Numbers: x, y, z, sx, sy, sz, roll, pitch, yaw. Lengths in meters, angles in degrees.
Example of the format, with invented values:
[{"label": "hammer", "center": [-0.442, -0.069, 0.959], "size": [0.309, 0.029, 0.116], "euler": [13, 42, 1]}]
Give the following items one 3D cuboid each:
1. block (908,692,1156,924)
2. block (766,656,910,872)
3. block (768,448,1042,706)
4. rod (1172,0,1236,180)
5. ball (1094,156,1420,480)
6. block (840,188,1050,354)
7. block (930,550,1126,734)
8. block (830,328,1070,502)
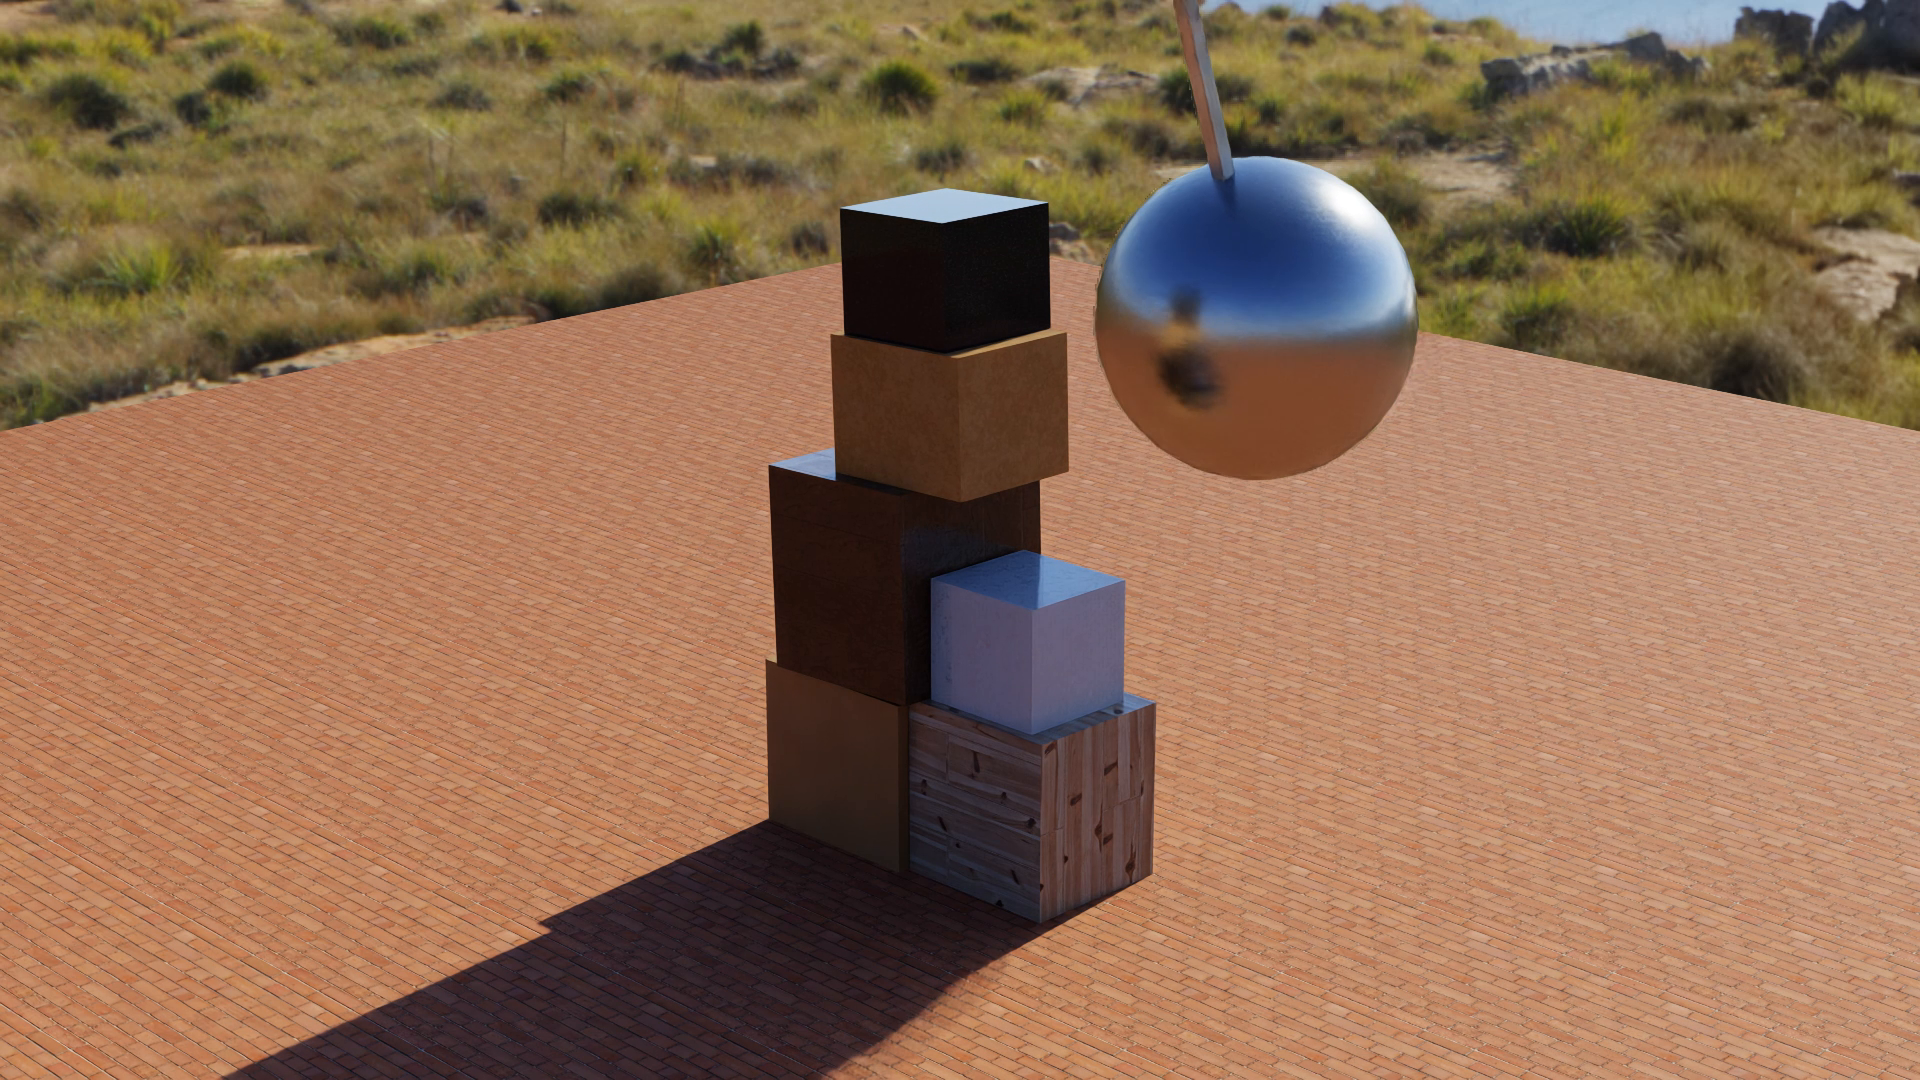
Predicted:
[{"label": "block", "center": [0.327, 1.125, 13.361], "size": [0.754, 0.842, 0.826], "euler": [-17, 24, -42]}, {"label": "block", "center": [-0.295, 0.954, 13.951], "size": [0.861, 0.814, 0.902], "euler": [-17, 24, -42]}, {"label": "block", "center": [-0.246, 0.105, 13.616], "size": [0.895, 0.977, 0.869], "euler": [-17, 22, -42]}, {"label": "rod", "center": [0.636, -3.890, 12.785], "size": [0.080, 5.200, 0.080], "euler": [17, 44, 42]}, {"label": "ball", "center": [1.467, -1.096, 14.535], "size": [1.600, 1.600, 1.600], "euler": [0, 17, 0]}, {"label": "block", "center": [-0.063, -1.208, 13.045], "size": [0.646, 0.569, 0.662], "euler": [14, 22, 43]}, {"label": "block", "center": [0.304, 0.449, 13.150], "size": [0.601, 0.576, 0.627], "euler": [-17, 24, -42]}, {"label": "block", "center": [-0.045, -0.616, 13.178], "size": [0.687, 0.641, 0.809], "euler": [-17, 22, -42]}]
